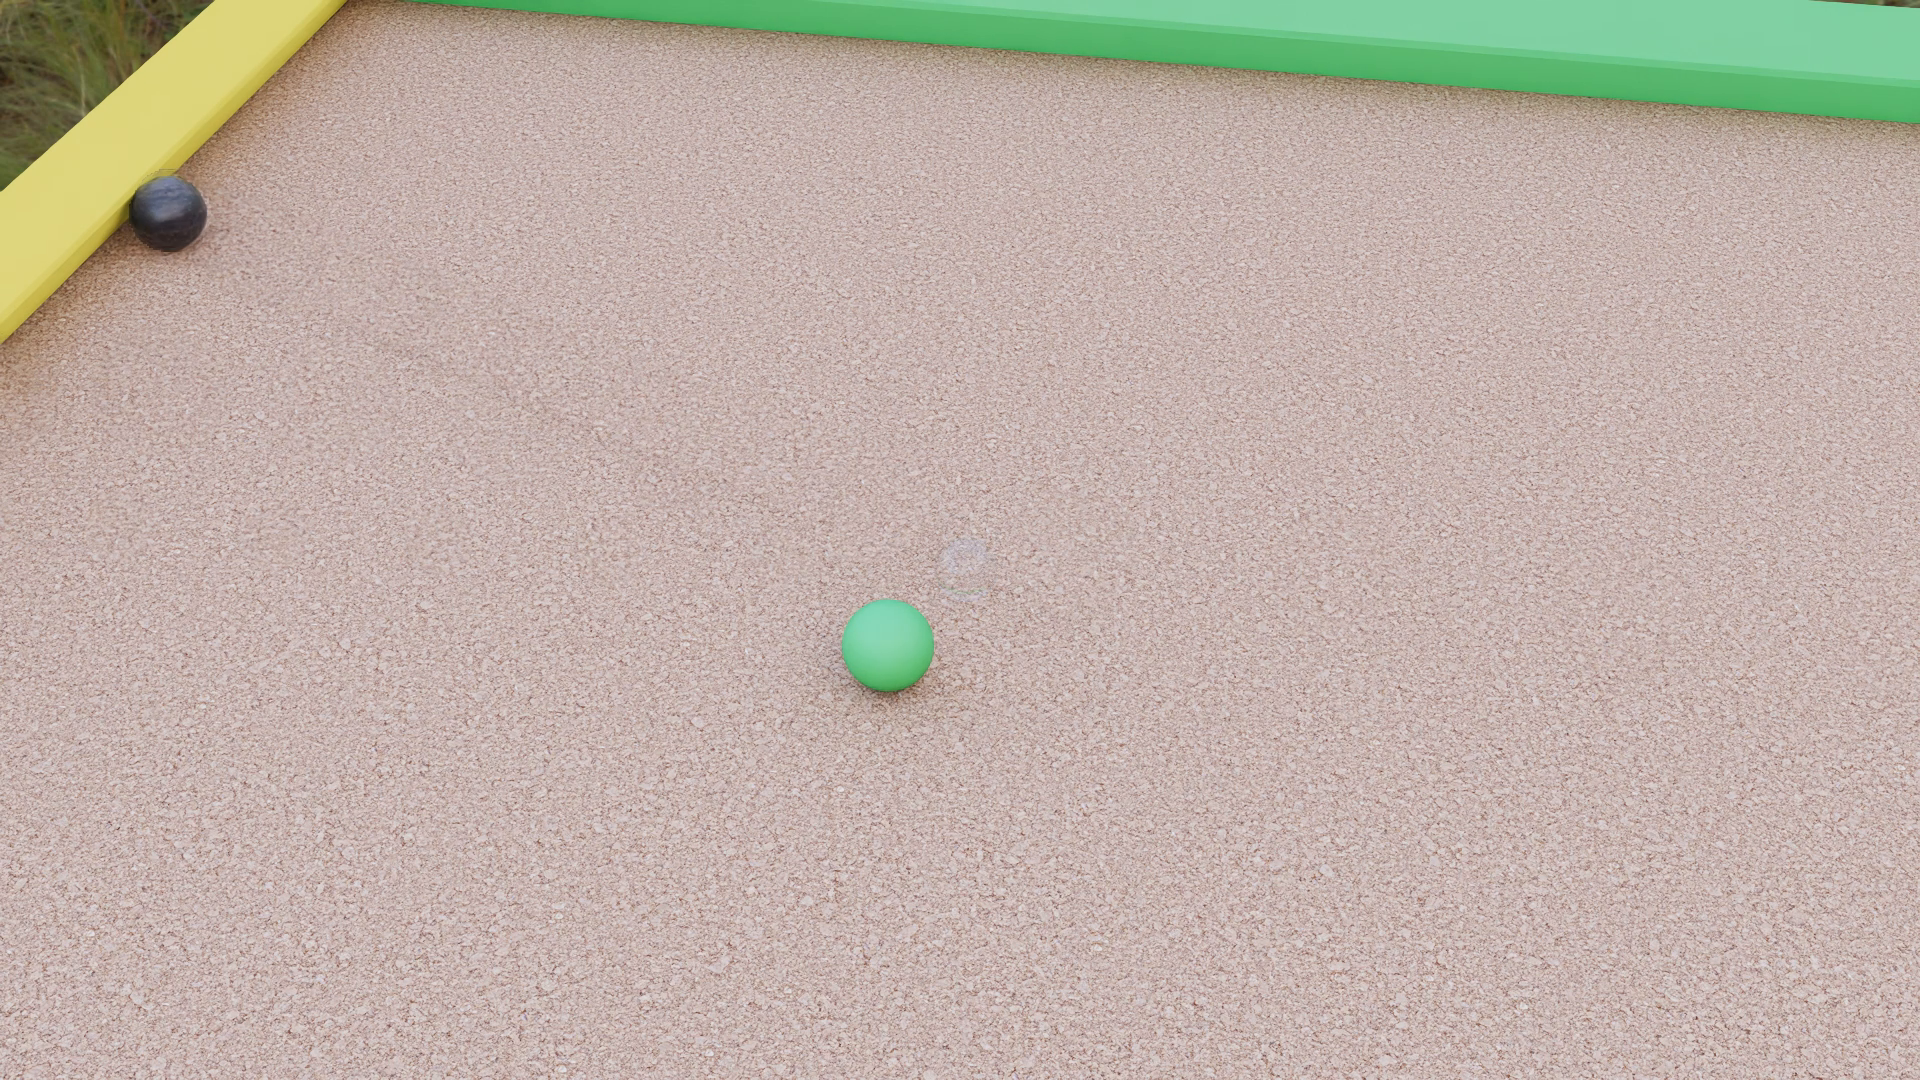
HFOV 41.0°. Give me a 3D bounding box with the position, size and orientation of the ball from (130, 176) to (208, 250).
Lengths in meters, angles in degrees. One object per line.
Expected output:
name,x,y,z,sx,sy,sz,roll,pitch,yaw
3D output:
ball,-0.731,-0.302,2.373,0.068,0.068,0.068,0,34,0

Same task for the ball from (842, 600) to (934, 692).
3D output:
ball,-0.051,0.075,1.825,0.066,0.066,0.066,0,34,0

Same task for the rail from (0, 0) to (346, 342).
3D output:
rail,-0.852,-0.121,2.061,0.045,0.120,1.942,6,35,9

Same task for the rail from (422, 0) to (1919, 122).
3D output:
rail,1.060,-0.452,2.544,3.568,0.120,0.045,6,35,9
